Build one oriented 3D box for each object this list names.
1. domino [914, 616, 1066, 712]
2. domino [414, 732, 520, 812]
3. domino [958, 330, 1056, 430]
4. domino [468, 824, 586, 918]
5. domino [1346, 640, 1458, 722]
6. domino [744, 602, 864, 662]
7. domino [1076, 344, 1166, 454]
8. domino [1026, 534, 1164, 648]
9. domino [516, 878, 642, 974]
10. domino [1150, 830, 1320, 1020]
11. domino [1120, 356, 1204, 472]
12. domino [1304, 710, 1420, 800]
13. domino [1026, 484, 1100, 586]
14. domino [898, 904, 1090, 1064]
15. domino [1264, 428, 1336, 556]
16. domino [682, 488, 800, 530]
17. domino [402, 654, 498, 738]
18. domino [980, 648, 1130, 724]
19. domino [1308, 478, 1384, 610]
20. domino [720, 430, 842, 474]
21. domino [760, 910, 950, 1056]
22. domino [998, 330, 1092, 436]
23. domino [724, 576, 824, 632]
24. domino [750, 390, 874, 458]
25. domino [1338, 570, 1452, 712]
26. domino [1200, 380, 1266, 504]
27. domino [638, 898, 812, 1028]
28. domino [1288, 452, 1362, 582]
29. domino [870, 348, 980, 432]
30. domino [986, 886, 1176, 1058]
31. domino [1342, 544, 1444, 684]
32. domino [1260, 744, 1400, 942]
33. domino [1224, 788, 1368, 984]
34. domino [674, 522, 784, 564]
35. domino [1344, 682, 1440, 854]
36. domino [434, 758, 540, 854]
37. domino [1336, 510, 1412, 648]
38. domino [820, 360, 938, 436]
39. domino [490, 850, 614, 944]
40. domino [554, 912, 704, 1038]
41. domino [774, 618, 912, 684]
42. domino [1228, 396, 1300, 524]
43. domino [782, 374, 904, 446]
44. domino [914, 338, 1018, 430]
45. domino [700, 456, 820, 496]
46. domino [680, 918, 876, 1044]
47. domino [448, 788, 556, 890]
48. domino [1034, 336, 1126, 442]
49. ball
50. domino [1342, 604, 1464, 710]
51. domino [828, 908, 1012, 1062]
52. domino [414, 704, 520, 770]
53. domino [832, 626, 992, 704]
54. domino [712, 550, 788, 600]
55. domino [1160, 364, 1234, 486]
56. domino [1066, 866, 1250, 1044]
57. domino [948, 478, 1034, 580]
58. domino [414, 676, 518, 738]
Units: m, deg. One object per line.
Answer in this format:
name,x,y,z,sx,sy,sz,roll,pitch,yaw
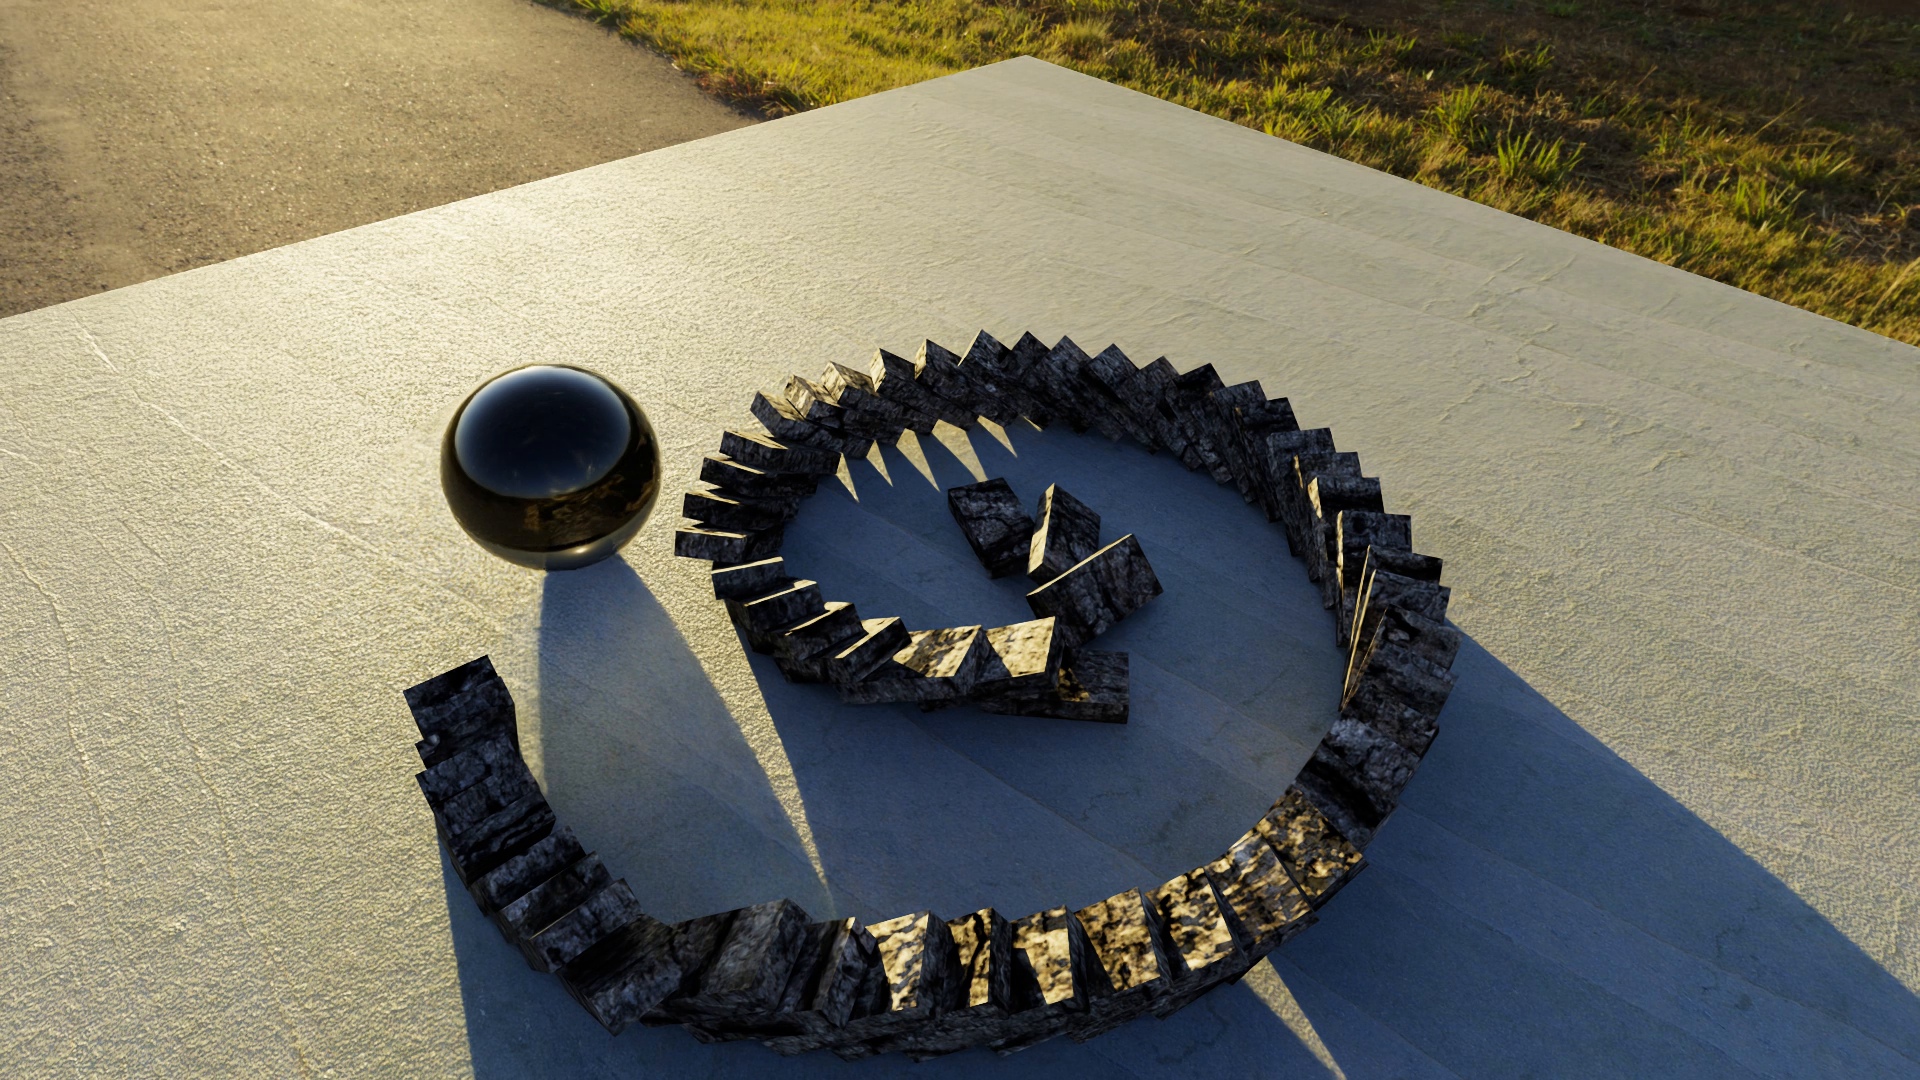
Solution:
domino,0.010,0.043,0.374,0.050,0.010,0.025,-14,36,26
domino,-0.144,0.072,0.325,0.025,0.050,0.009,-26,79,-28
domino,0.025,-0.075,0.515,0.050,0.010,0.025,35,41,-9
domino,-0.120,0.092,0.303,0.025,0.050,0.010,-30,87,-32
domino,0.134,0.060,0.349,0.025,0.009,0.050,28,79,24
domino,-0.055,0.031,0.384,0.025,0.010,0.050,-25,10,-26
domino,0.079,-0.065,0.502,0.050,0.009,0.025,46,49,4
domino,0.050,0.020,0.407,0.050,0.010,0.025,-29,92,-31
domino,-0.102,0.102,0.291,0.025,0.050,0.009,-30,87,-32
domino,0.068,0.104,0.296,0.050,0.009,0.025,-36,45,7
domino,0.097,-0.057,0.494,0.025,0.010,0.050,-33,80,-34
domino,0.111,0.079,0.326,0.025,0.010,0.050,33,84,32
domino,0.041,0.002,0.431,0.025,0.009,0.050,34,37,-17
domino,0.008,0.115,0.285,0.050,0.009,0.025,-24,36,18
domino,0.143,-0.020,0.447,0.025,0.009,0.050,-6,73,-8
domino,-0.087,-0.014,0.441,0.025,0.010,0.050,13,10,15
domino,-0.159,0.053,0.349,0.025,0.050,0.009,-26,79,-28
domino,0.033,0.050,0.383,0.050,0.010,0.025,4,39,4
domino,0.150,0.001,0.421,0.025,0.009,0.050,0,72,-5
domino,-0.076,-0.037,0.468,0.025,0.010,0.050,21,11,26
domino,-0.027,0.114,0.282,0.050,0.009,0.025,-24,34,26
domino,0.044,-0.073,0.513,0.050,0.010,0.025,39,44,-4
domino,-0.067,0.022,0.394,0.025,0.009,0.050,-19,8,-20
domino,-0.065,-0.051,0.485,0.050,0.009,0.025,11,25,-44
domino,0.148,0.038,0.376,0.025,0.009,0.050,15,76,15
domino,0.126,-0.042,0.473,0.025,0.010,0.050,-15,76,-21
domino,-0.063,0.110,0.286,0.050,0.009,0.025,-23,27,33
domino,0.148,-0.009,0.434,0.025,0.009,0.050,-3,73,-6
domino,-0.017,-0.069,0.508,0.050,0.009,0.025,21,31,-27
domino,0.029,0.113,0.287,0.050,0.010,0.025,-28,37,15
domino,0.153,0.029,0.389,0.025,0.009,0.050,12,73,15
domino,0.099,0.087,0.316,0.050,0.009,0.025,-49,57,-3
domino,0.085,0.096,0.305,0.050,0.010,0.025,-42,50,2
domino,-0.088,-0.001,0.425,0.025,0.009,0.050,7,8,8
domino,0.122,0.072,0.336,0.025,0.010,0.050,31,80,32
domino,-0.137,0.079,0.317,0.025,0.050,0.009,-30,81,-31
domino,0.152,0.015,0.405,0.025,0.010,0.050,4,72,5
domino,-0.037,-0.064,0.500,0.050,0.009,0.025,17,24,-35
domino,-0.111,0.097,0.297,0.025,0.050,0.010,-30,87,-32
domino,-0.087,0.110,0.285,0.025,0.009,0.050,-32,10,-31
domino,-0.041,0.038,0.375,0.025,0.009,0.050,-34,14,-33
domino,0.134,-0.034,0.462,0.025,0.010,0.050,-12,75,-20
domino,-0.052,-0.058,0.492,0.050,0.009,0.025,14,23,-41
domino,0.003,-0.073,0.512,0.050,0.010,0.025,25,35,-20
domino,-0.082,-0.026,0.455,0.025,0.010,0.050,18,9,20
domino,-0.047,0.114,0.284,0.050,0.009,0.025,-20,29,31
domino,-0.129,0.085,0.310,0.025,0.050,0.009,-30,82,-31
domino,0.060,-0.070,0.508,0.050,0.009,0.025,42,44,-1
ball,-0.156,-0.028,0.422,0.080,0.080,0.080,0,39,0
domino,0.143,0.049,0.362,0.025,0.009,0.050,24,78,20
domino,-0.011,0.114,0.282,0.050,0.009,0.025,-26,33,24
domino,-0.148,0.066,0.334,0.025,0.050,0.010,-26,79,-28
domino,-0.017,0.043,0.375,0.050,0.009,0.025,-9,32,32
domino,-0.078,0.012,0.407,0.025,0.010,0.050,-11,6,-11
domino,0.112,-0.051,0.484,0.025,0.010,0.050,-25,81,-30
domino,0.048,0.109,0.290,0.050,0.010,0.025,-31,39,12
domino,0.015,-0.006,0.450,0.025,0.010,0.050,-13,41,-16
domino,-0.152,0.059,0.342,0.025,0.050,0.009,-26,79,-28
